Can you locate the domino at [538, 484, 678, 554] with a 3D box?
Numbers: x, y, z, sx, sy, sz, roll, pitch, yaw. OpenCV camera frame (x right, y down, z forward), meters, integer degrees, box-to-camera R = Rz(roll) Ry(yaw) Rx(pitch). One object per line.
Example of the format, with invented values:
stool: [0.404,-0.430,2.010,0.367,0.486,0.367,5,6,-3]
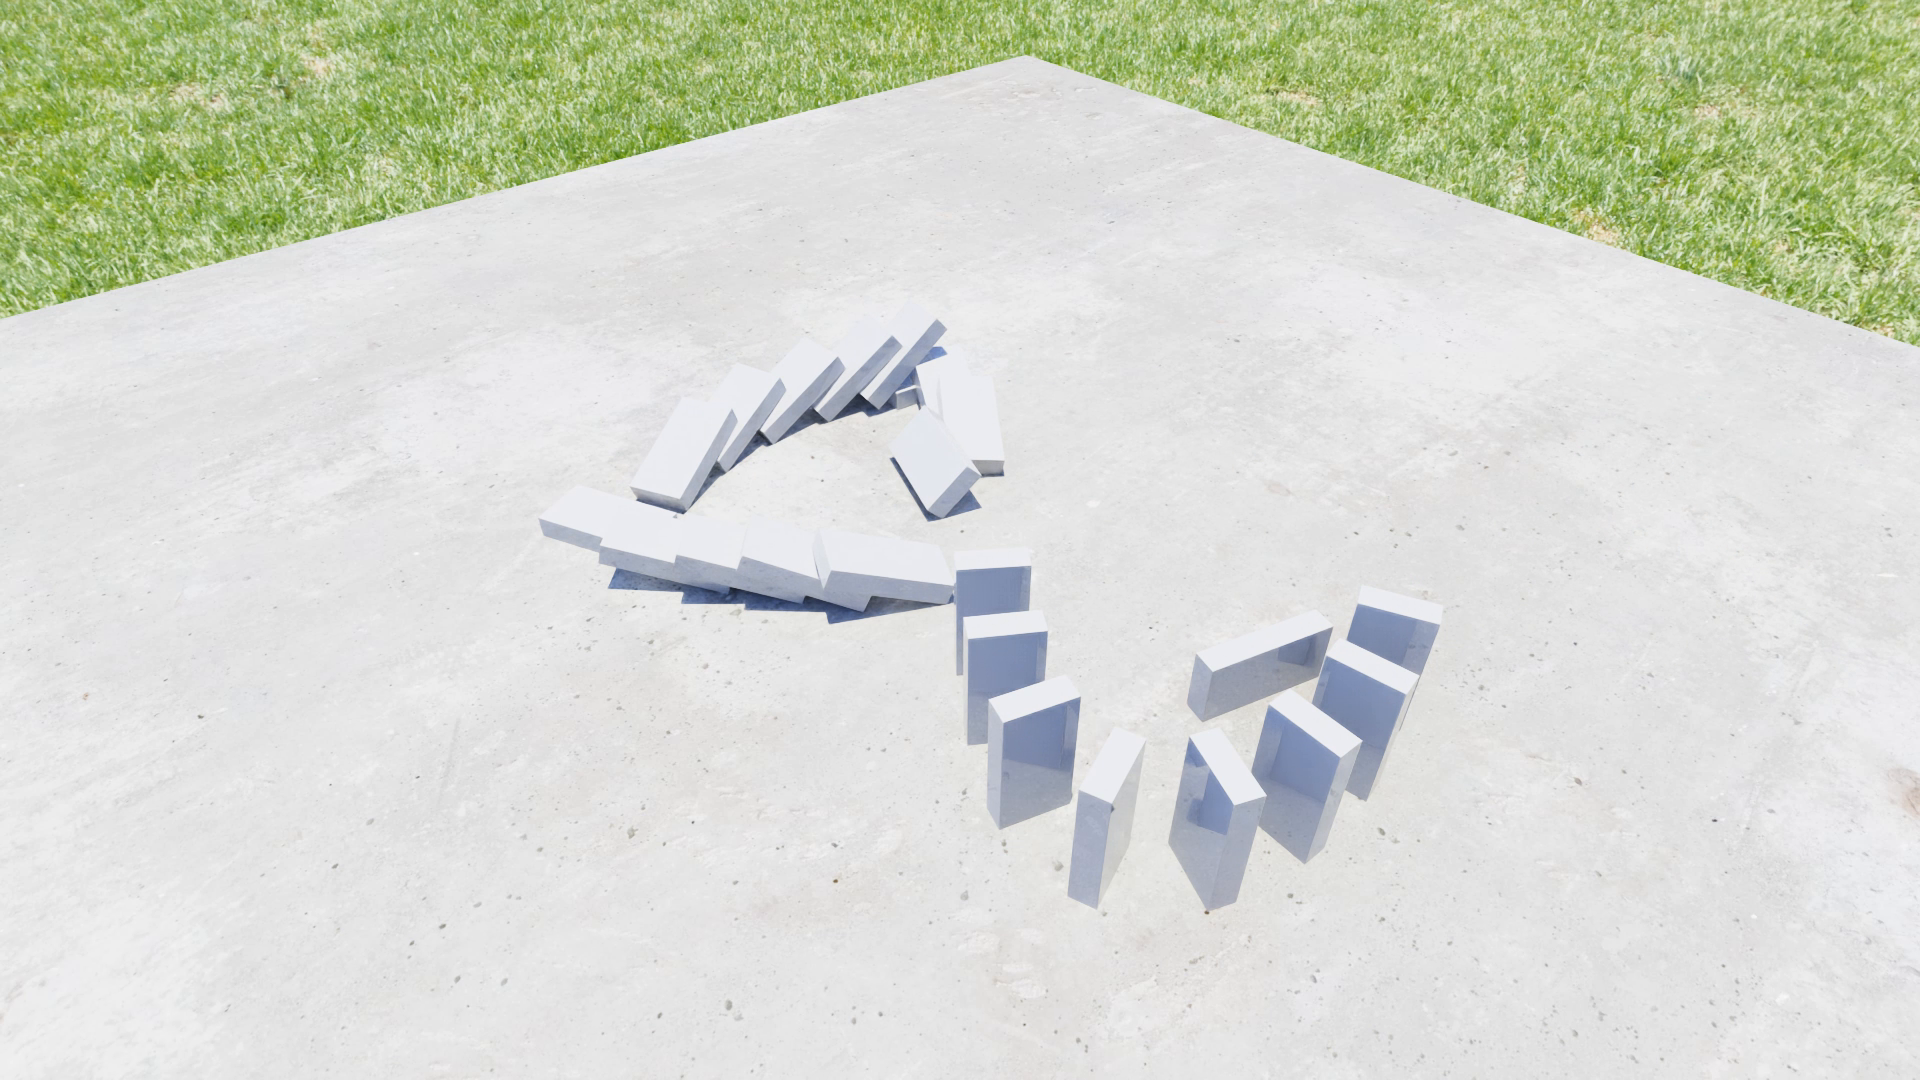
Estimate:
domino: [-0.144,-0.006,0.451,0.050,0.010,0.025,15,42,18]

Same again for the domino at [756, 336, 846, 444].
domino: [-0.080,-0.070,0.513,0.025,0.010,0.050,33,75,34]

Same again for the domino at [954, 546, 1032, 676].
domino: [0.011,0.025,0.380,0.025,0.050,0.010,-3,39,-4]

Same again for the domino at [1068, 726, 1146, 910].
domino: [0.042,0.080,0.314,0.009,0.050,0.025,19,43,22]

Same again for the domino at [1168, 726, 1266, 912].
domino: [0.072,0.080,0.314,0.010,0.050,0.025,-12,41,-14]

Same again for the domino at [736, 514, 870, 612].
domino: [-0.058,0.009,0.418,0.050,0.009,0.025,18,36,-14]

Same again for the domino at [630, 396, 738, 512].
domino: [-0.119,-0.038,0.477,0.025,0.009,0.050,14,61,16]

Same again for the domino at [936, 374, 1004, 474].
domino: [0.004,-0.052,0.495,0.025,0.010,0.050,0,55,-10]

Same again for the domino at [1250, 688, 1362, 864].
domino: [0.100,0.071,0.325,0.010,0.050,0.025,-27,46,-29]

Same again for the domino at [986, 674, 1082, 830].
domino: [0.022,0.065,0.332,0.025,0.050,0.009,-16,42,-18]

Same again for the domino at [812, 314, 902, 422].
domino: [-0.053,-0.082,0.522,0.050,0.010,0.025,-45,48,3]

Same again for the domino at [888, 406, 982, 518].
domino: [-0.012,-0.034,0.473,0.025,0.009,0.050,-47,42,14]

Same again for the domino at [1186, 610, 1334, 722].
domino: [0.103,0.043,0.379,0.050,0.025,0.010,-17,42,-19]

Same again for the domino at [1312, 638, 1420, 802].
domino: [0.122,0.057,0.342,0.025,0.050,0.009,28,47,30]

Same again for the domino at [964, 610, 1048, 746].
domino: [0.014,0.045,0.356,0.025,0.050,0.009,-5,40,-6]

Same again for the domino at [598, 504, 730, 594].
domino: [-0.112,0.004,0.428,0.050,0.009,0.025,14,39,-8]

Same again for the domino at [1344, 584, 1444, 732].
domino: [0.139,0.040,0.363,0.025,0.050,0.010,15,42,18]

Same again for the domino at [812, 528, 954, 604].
domino: [-0.029,0.010,0.417,0.050,0.010,0.025,8,34,-26]

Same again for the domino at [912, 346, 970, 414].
domino: [-0.007,-0.071,0.520,0.025,0.010,0.050,-5,53,-13]

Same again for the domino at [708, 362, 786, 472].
domino: [-0.103,-0.056,0.498,0.025,0.010,0.050,21,65,23]

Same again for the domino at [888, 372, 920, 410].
domino: [-0.033,-0.083,0.545,0.025,0.010,0.050,-22,44,-24]

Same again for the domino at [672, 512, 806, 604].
domino: [-0.083,0.007,0.422,0.050,0.009,0.025,15,37,-14]

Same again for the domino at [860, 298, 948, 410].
domino: [-0.031,-0.089,0.525,0.050,0.010,0.025,-49,48,4]
